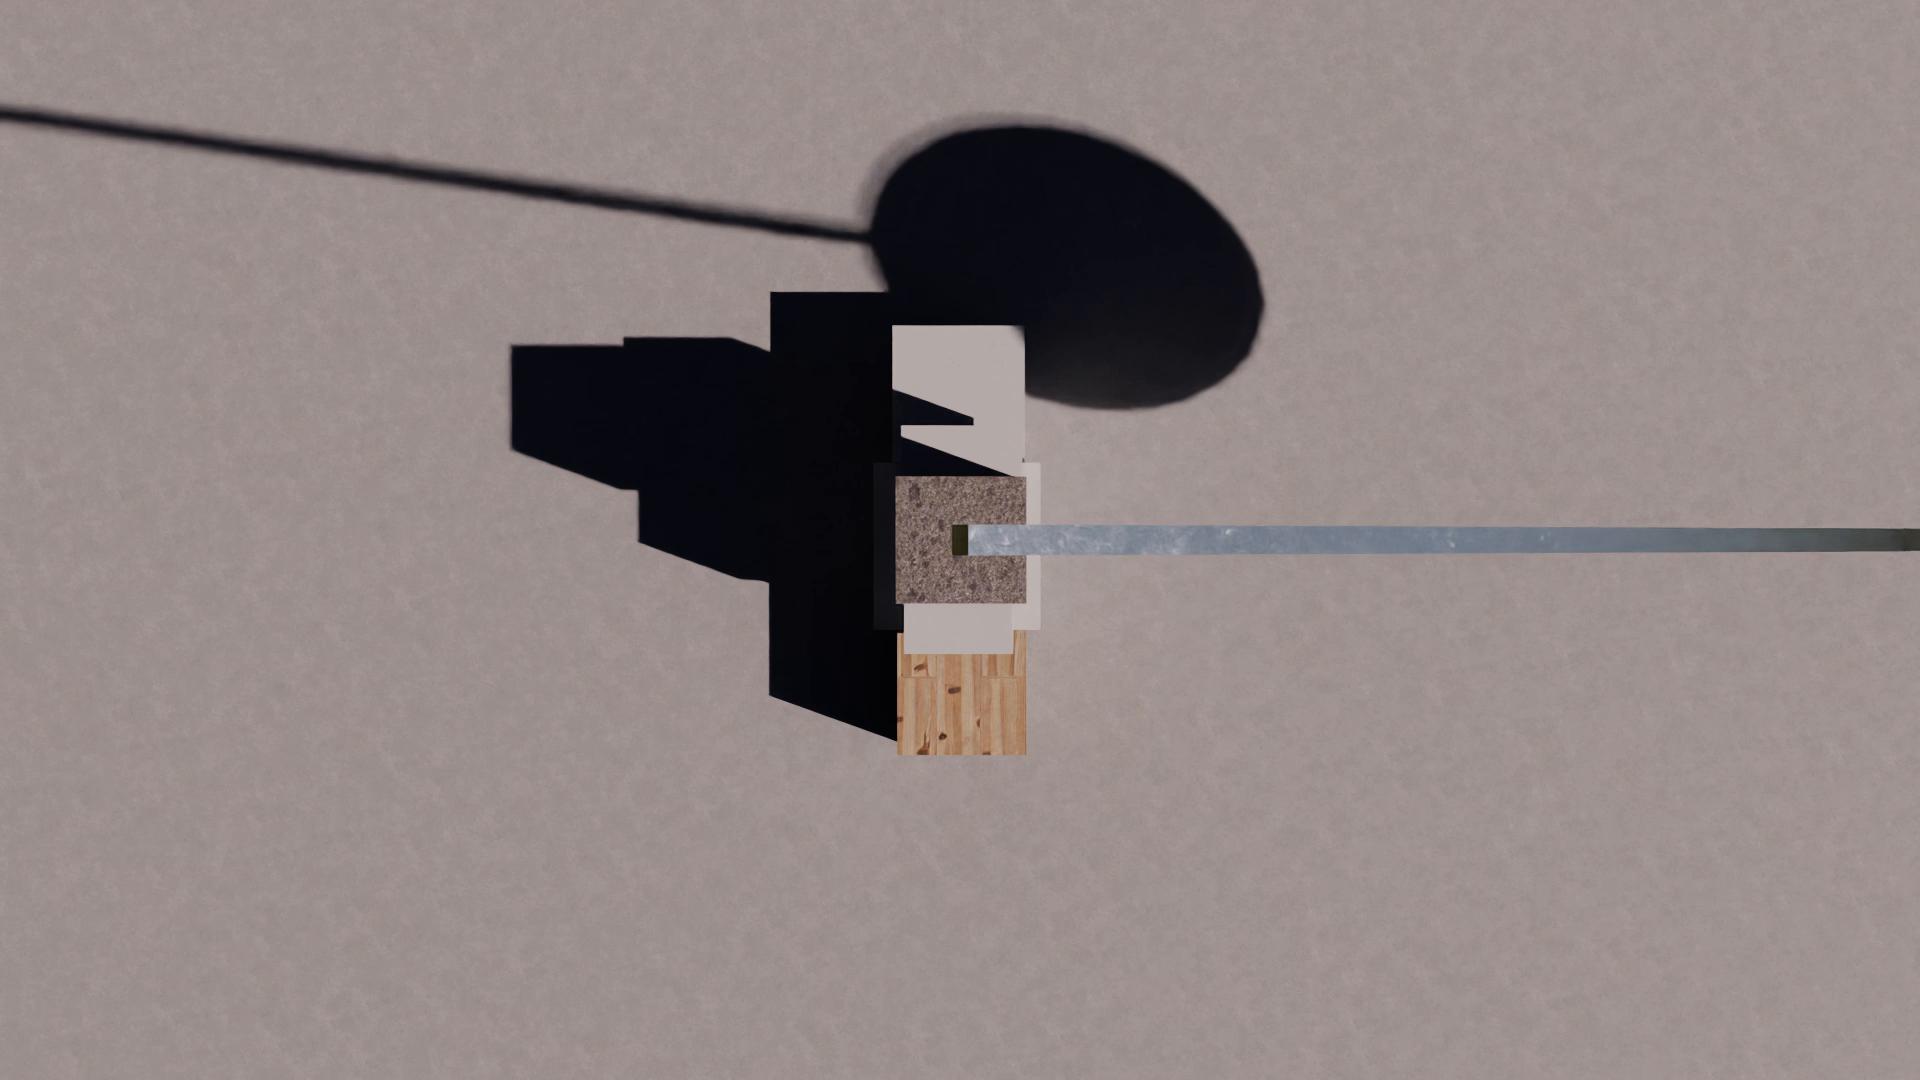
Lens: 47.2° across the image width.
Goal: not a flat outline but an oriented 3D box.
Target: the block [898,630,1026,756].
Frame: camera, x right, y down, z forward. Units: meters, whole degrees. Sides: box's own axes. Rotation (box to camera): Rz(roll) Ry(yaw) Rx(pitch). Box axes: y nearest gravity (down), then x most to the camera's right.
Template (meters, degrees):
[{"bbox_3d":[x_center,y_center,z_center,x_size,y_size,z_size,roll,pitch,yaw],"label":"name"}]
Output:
[{"bbox_3d":[0.010,0.852,12.637,0.720,0.727,0.698,0,90,0],"label":"block"}]

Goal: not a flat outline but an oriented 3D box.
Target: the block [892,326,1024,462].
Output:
[{"bbox_3d":[-0.008,-0.818,12.654,0.741,0.693,0.765,0,90,0],"label":"block"}]

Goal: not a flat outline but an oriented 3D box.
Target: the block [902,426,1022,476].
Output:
[{"bbox_3d":[0.010,-0.298,11.754,0.630,0.644,0.595,0,90,0],"label":"block"}]

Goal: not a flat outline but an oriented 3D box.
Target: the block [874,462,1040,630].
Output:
[{"bbox_3d":[-0.016,0.034,12.538,0.917,0.924,0.918,0,90,0],"label":"block"}]

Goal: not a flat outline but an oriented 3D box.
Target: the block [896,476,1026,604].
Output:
[{"bbox_3d":[0.005,0.000,11.126,0.643,0.612,0.626,0,90,0],"label":"block"}]

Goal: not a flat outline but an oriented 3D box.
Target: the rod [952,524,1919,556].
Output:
[{"bbox_3d":[2.212,0.000,7.058,5.200,0.080,0.080,0,90,-32],"label":"rod"}]

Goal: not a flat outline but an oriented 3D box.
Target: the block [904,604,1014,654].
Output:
[{"bbox_3d":[-0.007,0.303,11.788,0.572,0.575,0.586,0,90,0],"label":"block"}]
